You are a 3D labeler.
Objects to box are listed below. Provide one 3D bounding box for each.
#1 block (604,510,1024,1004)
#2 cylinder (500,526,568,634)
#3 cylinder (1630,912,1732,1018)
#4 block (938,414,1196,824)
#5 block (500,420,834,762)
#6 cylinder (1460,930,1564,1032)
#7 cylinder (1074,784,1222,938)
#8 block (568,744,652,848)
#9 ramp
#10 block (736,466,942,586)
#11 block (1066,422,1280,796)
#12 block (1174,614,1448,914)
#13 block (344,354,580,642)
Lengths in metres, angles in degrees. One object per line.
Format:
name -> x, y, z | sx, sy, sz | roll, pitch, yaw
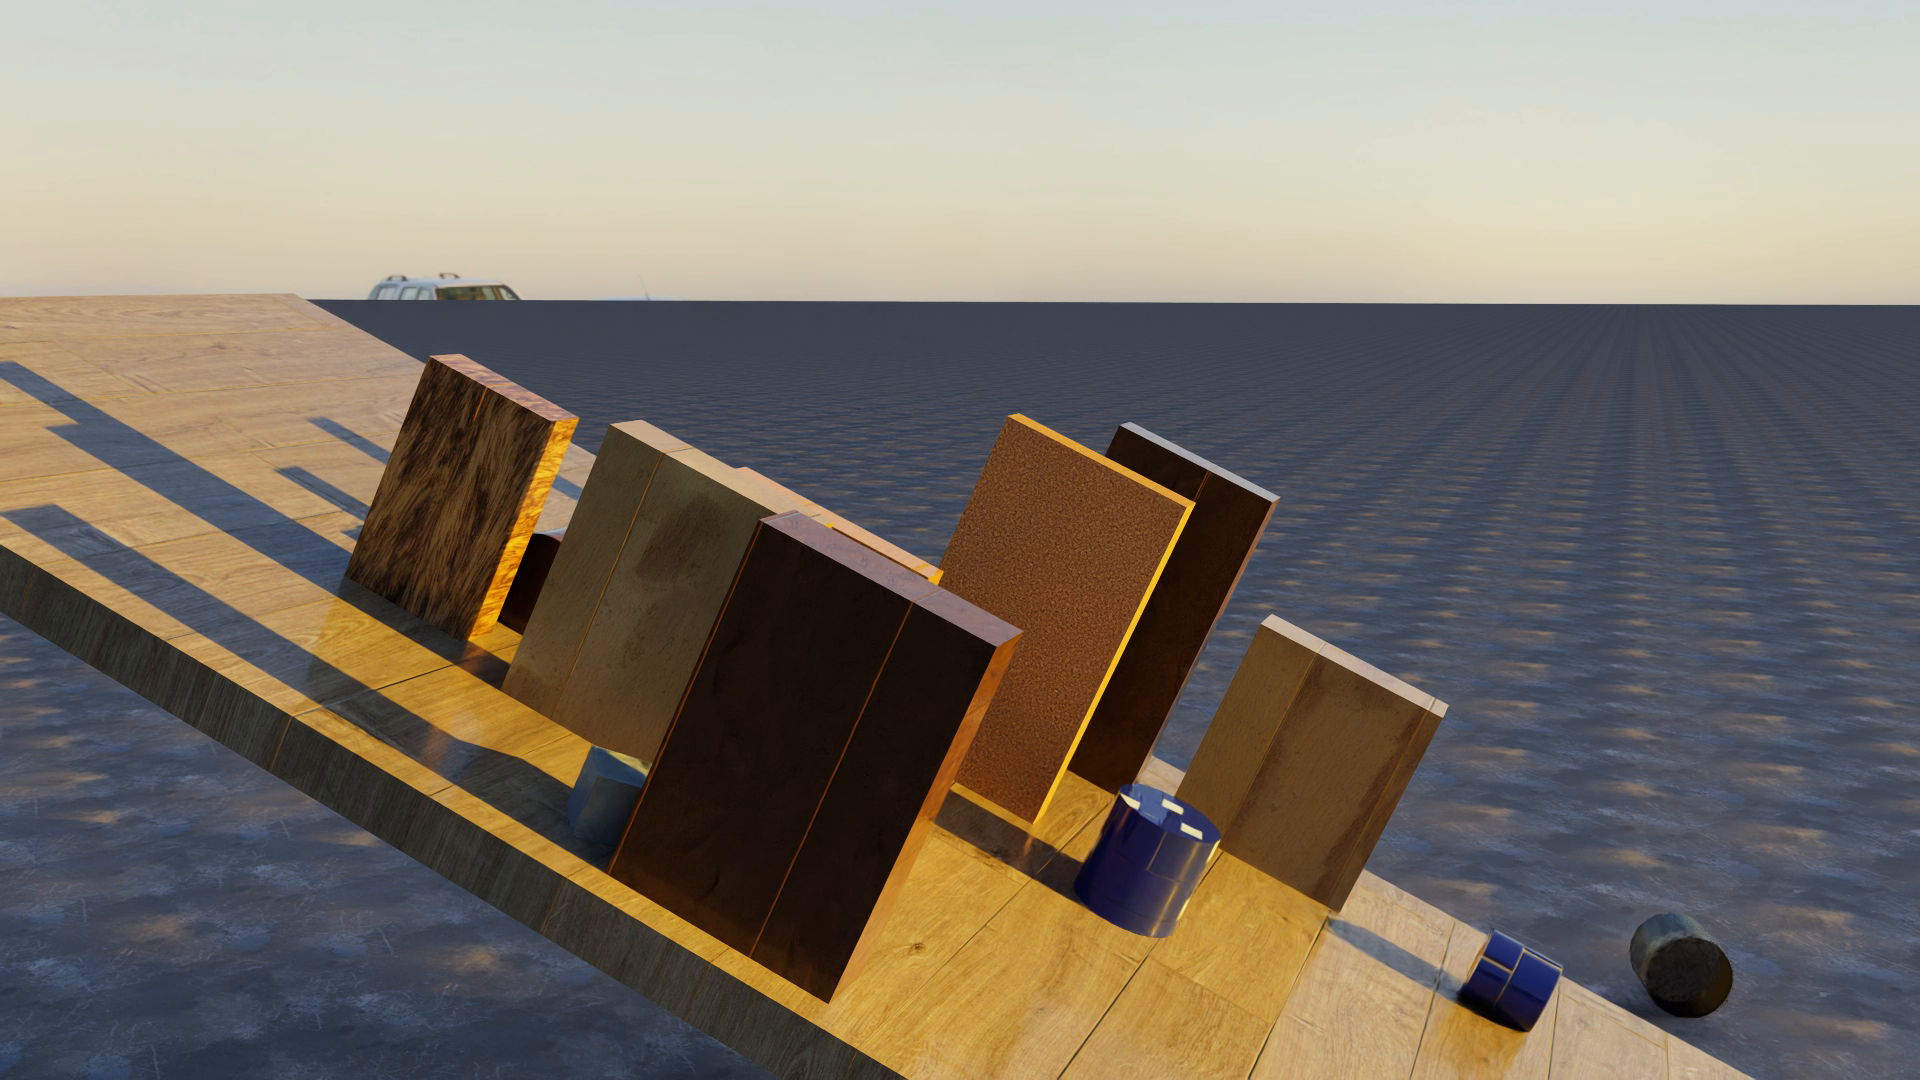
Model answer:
block -> -0.219, 0.315, 3.240 | 0.392, 0.597, 0.141 | 28, 14, 12
cylinder -> -0.741, 0.075, 4.107 | 0.195, 0.195, 0.195 | 2, 7, 18
cylinder -> 1.823, 1.076, 5.570 | 0.210, 0.210, 0.210 | 1, 7, 6
block -> 0.128, 0.153, 4.260 | 0.385, 0.693, 0.082 | 28, 14, 12
block -> -0.498, 0.114, 3.711 | 0.385, 0.508, 0.122 | 28, 14, 12
cylinder -> 1.097, 0.876, 4.379 | 0.149, 0.149, 0.149 | 28, 14, 13
cylinder -> 0.342, 0.588, 4.035 | 0.204, 0.204, 0.204 | 23, 13, -6
block -> -0.536, 0.402, 3.410 | 0.107, 0.107, 0.107 | 20, 14, -20
ramp -> -0.262, 0.446, 4.169 | 4.000, 0.100, 2.000 | 28, 14, 12
block -> -0.313, 0.156, 4.036 | 0.424, 0.432, 0.087 | 28, 14, 12
block -> 0.353, 0.150, 4.632 | 0.353, 0.708, 0.103 | 28, 14, 12
block -> 0.722, 0.464, 4.601 | 0.411, 0.468, 0.140 | 28, 14, 12
block -> -0.887, -0.076, 3.909 | 0.258, 0.435, 0.106 | 28, 14, 12
